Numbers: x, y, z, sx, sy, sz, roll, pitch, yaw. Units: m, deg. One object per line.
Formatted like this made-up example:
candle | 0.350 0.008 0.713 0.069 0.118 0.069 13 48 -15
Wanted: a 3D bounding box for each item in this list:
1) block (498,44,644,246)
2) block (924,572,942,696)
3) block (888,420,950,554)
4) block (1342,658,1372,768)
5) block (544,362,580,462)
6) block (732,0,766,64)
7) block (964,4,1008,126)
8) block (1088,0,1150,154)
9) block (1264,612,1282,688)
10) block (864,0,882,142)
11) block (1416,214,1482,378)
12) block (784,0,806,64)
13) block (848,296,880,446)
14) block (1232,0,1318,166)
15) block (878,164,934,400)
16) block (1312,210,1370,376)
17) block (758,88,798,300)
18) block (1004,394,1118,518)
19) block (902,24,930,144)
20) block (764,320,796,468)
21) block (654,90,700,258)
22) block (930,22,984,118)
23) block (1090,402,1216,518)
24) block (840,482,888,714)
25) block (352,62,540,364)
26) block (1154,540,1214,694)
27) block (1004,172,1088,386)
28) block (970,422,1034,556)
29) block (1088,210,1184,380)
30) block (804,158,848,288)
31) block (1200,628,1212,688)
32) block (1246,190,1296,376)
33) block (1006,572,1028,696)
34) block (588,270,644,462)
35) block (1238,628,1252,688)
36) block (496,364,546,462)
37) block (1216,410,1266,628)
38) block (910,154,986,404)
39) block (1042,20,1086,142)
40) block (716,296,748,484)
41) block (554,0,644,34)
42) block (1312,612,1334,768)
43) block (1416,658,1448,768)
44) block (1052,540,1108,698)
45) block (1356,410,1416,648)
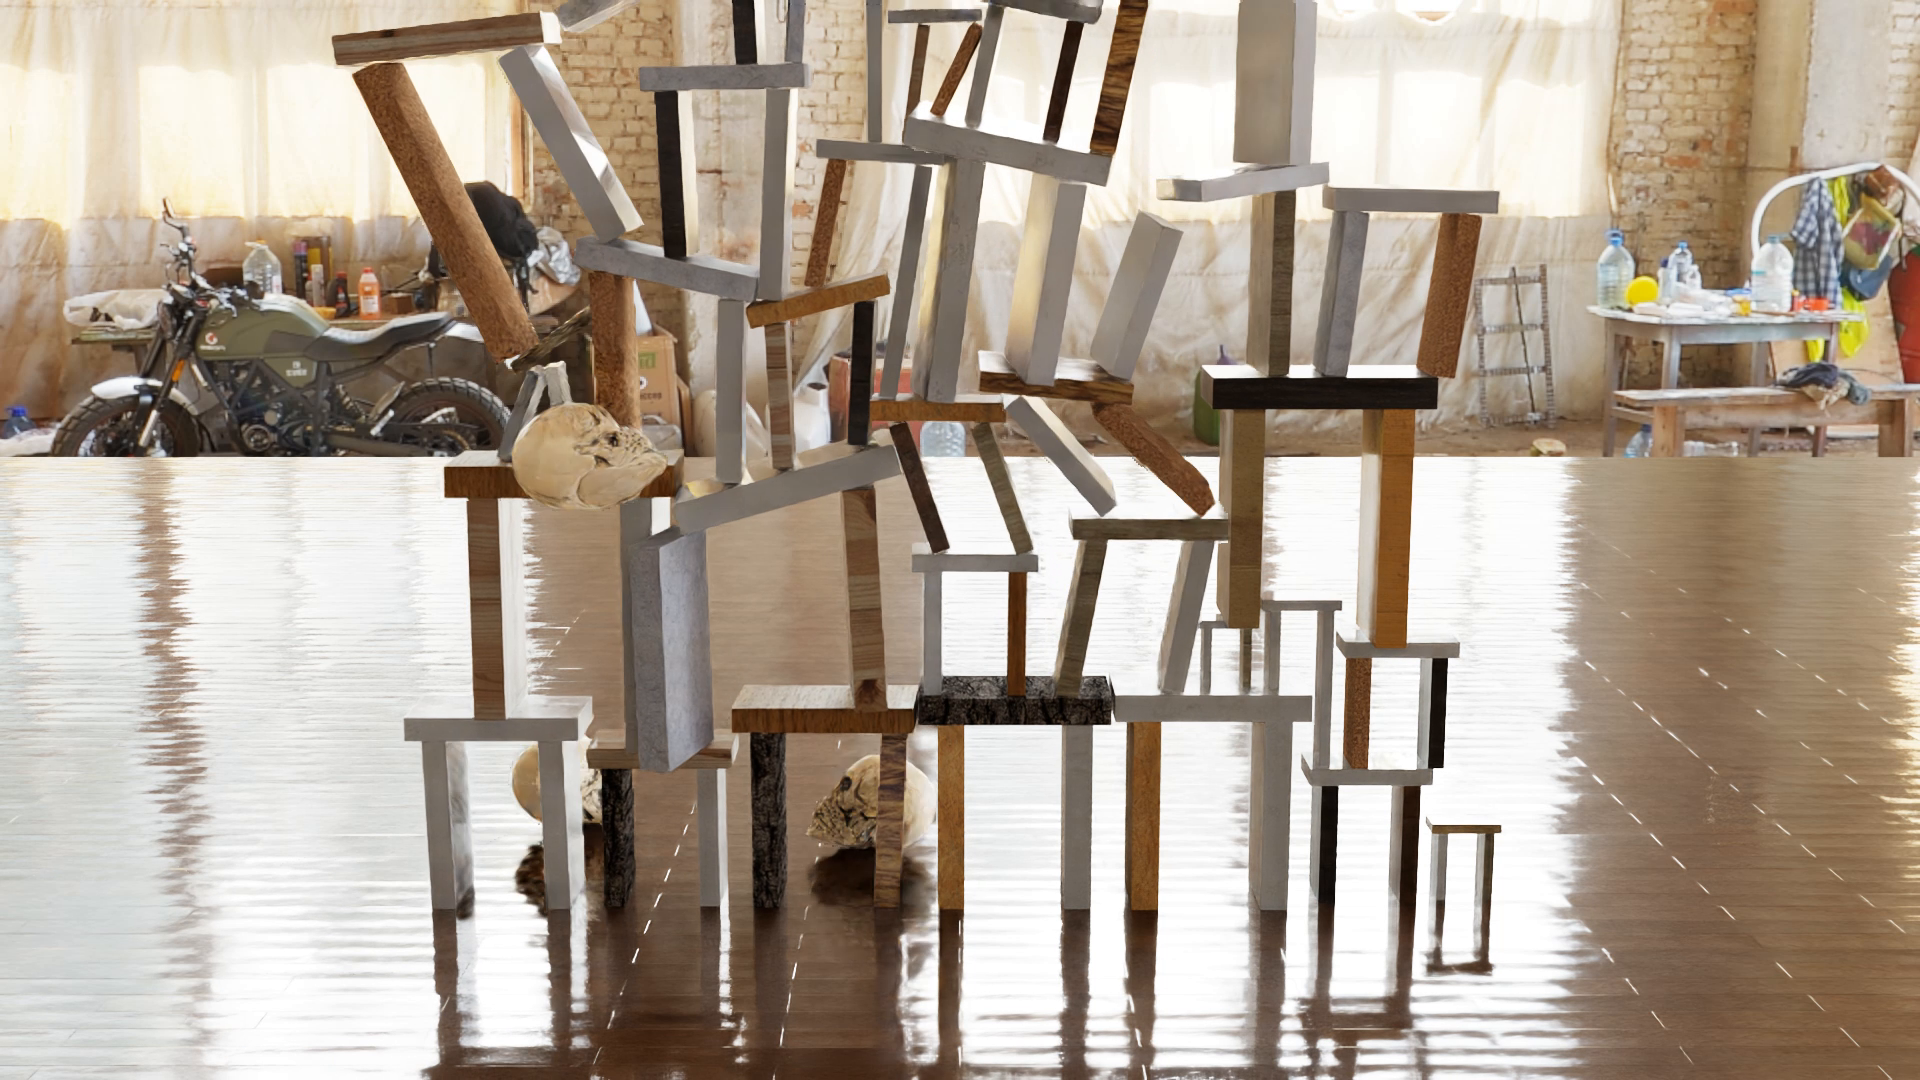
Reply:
block | -0.606 -0.619 3.440 0.045 0.319 0.159 -28 10 6
block | -0.044 0.142 3.582 0.029 0.203 0.102 0 10 0
block | -0.067 -0.092 3.541 0.031 0.216 0.108 -19 11 1
block | 0.652 0.273 3.612 0.026 0.185 0.093 0 11 0
block | -0.636 -0.206 3.520 0.021 0.150 0.075 -8 11 0
block | -0.330 -0.894 3.382 0.034 0.318 0.121 -2 12 2
block | 0.040 -0.718 3.296 0.025 0.179 0.090 13 23 1
block | 0.245 -0.728 3.270 0.041 0.288 0.144 13 18 3
block | 0.509 0.172 3.587 0.018 0.129 0.064 0 11 0
block | -0.134 -0.766 3.399 0.023 0.293 0.081 -1 14 -4
block | 0.774 -0.390 3.482 0.036 0.254 0.127 7 11 -1
block | -0.252 -0.817 3.384 0.023 0.163 0.081 2 11 -8
block | -0.155 -0.271 3.513 0.032 0.225 0.112 4 12 1
block | 0.486 -0.763 3.382 0.041 0.365 0.144 -5 12 -30
block | -0.086 -0.410 3.482 0.028 0.368 0.099 9 12 -3
block | 0.602 -0.394 3.481 0.036 0.254 0.127 6 11 -1
block | -0.285 -0.543 3.445 0.036 0.322 0.126 4 12 1
block | 0.159 -0.151 3.496 0.034 0.238 0.119 -39 16 13
block | -0.068 -0.708 3.418 0.020 0.183 0.070 8 13 -2
block | -0.286 -0.235 3.507 0.032 0.225 0.112 -3 11 -1
block | -0.442 -0.575 3.443 0.036 0.253 0.126 -1 12 3
block | -0.004 -0.706 3.303 0.020 0.140 0.070 27 21 -2
block | 0.306 -0.144 3.499 0.238 0.034 0.119 41 14 -15
block | -0.158 0.082 3.566 0.051 0.359 0.180 -4 11 -5
block | -0.803 -0.515 3.456 0.045 0.486 0.159 -24 11 5
block | 0.364 0.111 3.571 0.035 0.250 0.125 10 11 -2
block | 0.129 -0.407 3.359 0.044 0.310 0.155 4 20 -14
block | 0.069 -0.089 3.529 0.031 0.216 0.108 -19 10 4
block | 0.272 -0.382 3.422 0.034 0.242 0.121 14 16 -19
block | -0.211 -0.499 3.457 0.028 0.199 0.099 11 11 -4
block | 0.402 0.187 3.592 0.014 0.097 0.049 0 11 0
block | 0.492 -0.412 3.481 0.034 0.288 0.121 -2 13 -9
block | 0.092 0.142 3.583 0.029 0.203 0.102 0 11 0
block | -0.550 -0.283 3.521 0.040 0.299 0.143 -1 11 3
block | 0.466 0.187 3.592 0.014 0.097 0.049 0 11 0
block | -0.699 -0.204 3.520 0.021 0.150 0.075 22 11 -2
block | 0.452 -0.048 3.554 0.050 0.351 0.175 0 11 0
block | -0.020 -0.423 3.474 0.044 0.396 0.155 5 10 -13
block | 0.157 -0.693 3.288 0.025 0.179 0.090 13 23 2
block | -0.363 -0.243 3.500 0.040 0.285 0.143 1 11 -3
block | -0.501 -0.853 3.395 0.243 0.034 0.122 -25 9 4
block | 0.595 0.237 3.599 0.018 0.261 0.064 0 11 0
block | 0.775 0.273 3.612 0.026 0.185 0.093 0 11 0
block | 0.194 0.114 3.572 0.035 0.257 0.125 10 11 -2
block | 0.687 -0.032 3.556 0.050 0.383 0.176 0 11 0
